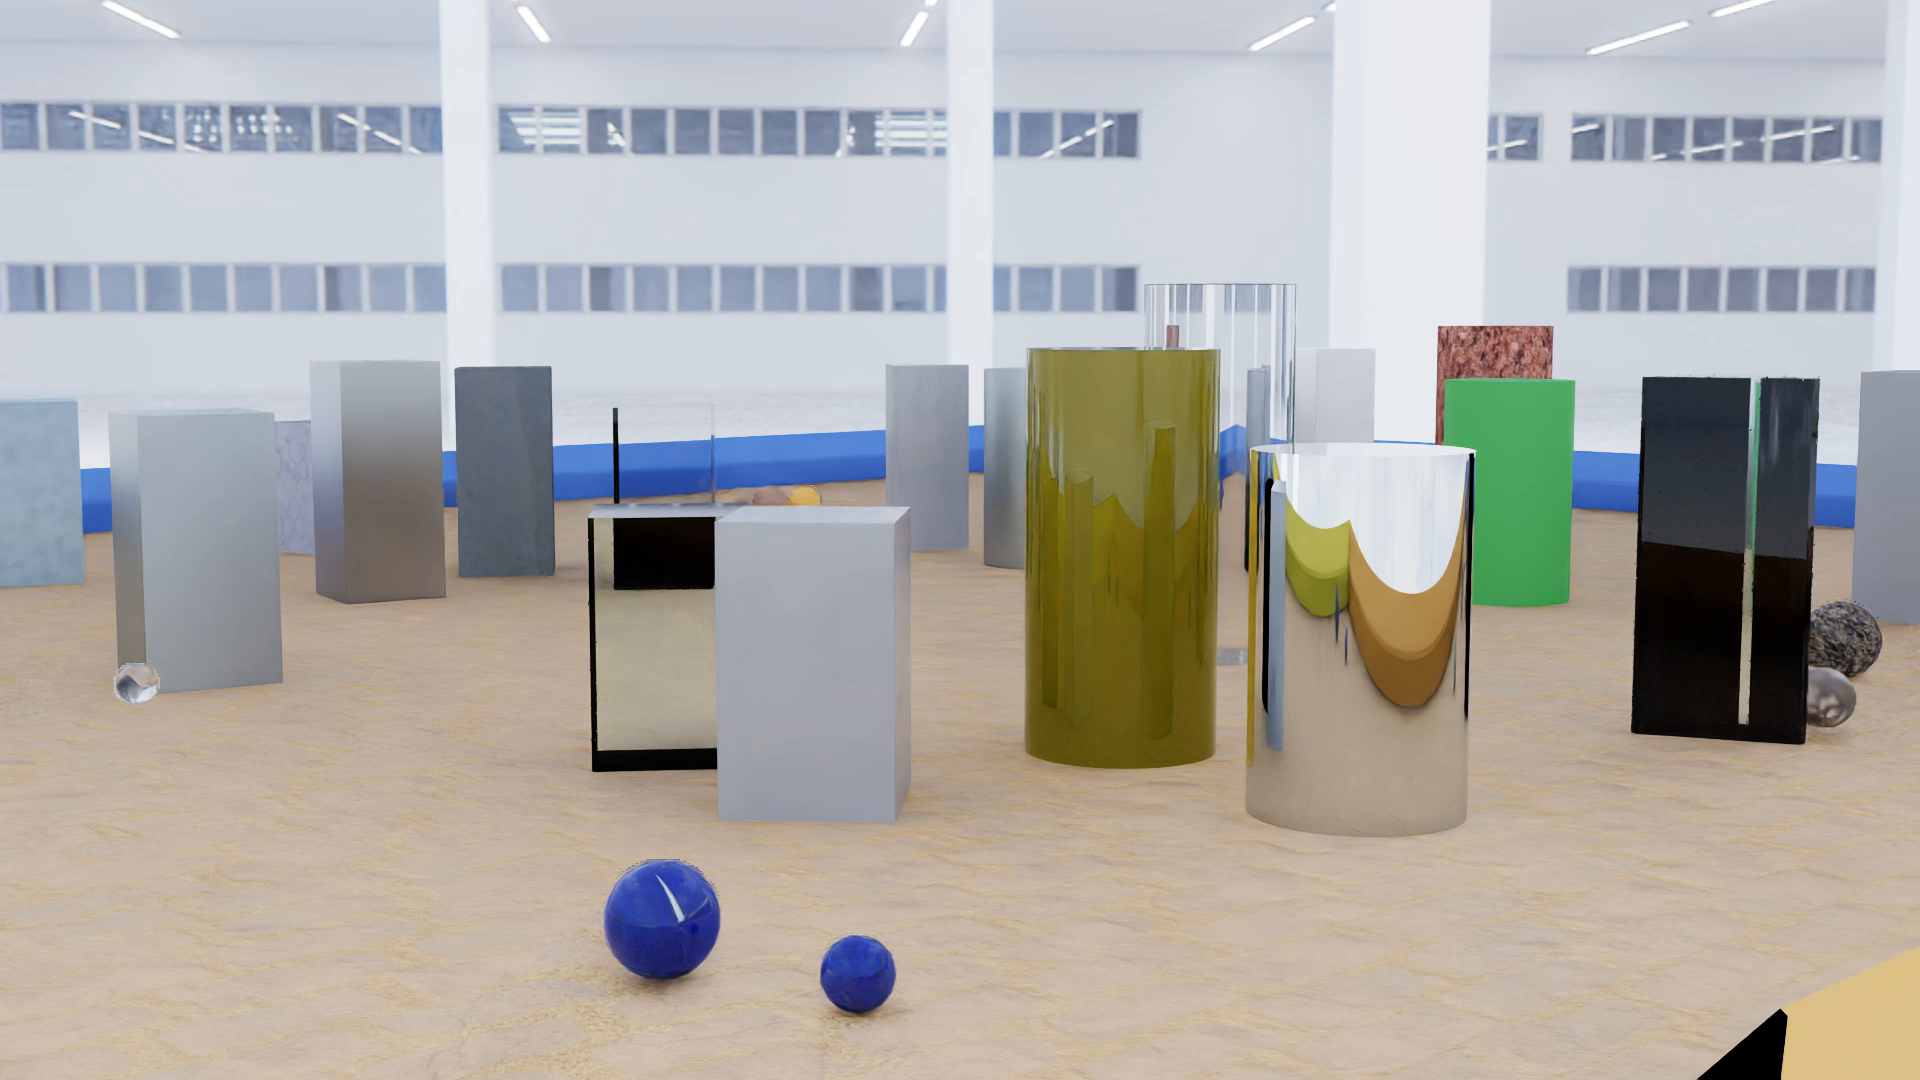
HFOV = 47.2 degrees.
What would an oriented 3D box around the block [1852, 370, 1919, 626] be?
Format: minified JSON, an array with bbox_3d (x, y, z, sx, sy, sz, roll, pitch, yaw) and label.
[{"bbox_3d":[1.396,-0.064,3.163,0.156,0.355,0.156,5,8,41],"label":"block"}]

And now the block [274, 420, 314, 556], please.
[{"bbox_3d":[-1.163,-0.101,4.078,0.156,0.238,0.156,5,8,42],"label":"block"}]

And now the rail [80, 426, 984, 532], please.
[{"bbox_3d":[-1.323,-0.117,4.757,4.269,0.126,0.045,-5,8,-42],"label":"rail"}]

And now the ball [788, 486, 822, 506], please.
[{"bbox_3d":[-0.331,-0.079,4.684,0.074,0.074,0.074,0,6,0],"label":"ball"}]

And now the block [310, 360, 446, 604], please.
[{"bbox_3d":[-0.905,-0.095,3.416,0.156,0.365,0.156,-4,7,-33],"label":"block"}]

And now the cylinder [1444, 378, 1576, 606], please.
[{"bbox_3d":[0.842,-0.078,3.385,0.194,0.337,0.194,0,6,0],"label":"cylinder"}]

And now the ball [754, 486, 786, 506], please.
[{"bbox_3d":[-0.402,-0.079,4.661,0.069,0.069,0.069,0,6,0],"label":"ball"}]

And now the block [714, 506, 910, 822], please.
[{"bbox_3d":[-0.129,0.107,1.982,0.156,0.262,0.156,0,6,4],"label":"block"}]

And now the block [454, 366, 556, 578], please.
[{"bbox_3d":[-0.771,-0.120,3.738,0.156,0.347,0.156,-1,6,-9],"label":"block"}]

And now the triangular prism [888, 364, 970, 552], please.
[{"bbox_3d":[-0.094,-0.157,4.118,0.168,0.343,0.146,-4,7,-37],"label":"triangular prism"}]

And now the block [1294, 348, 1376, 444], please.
[{"bbox_3d":[0.699,-0.190,4.307,0.156,0.369,0.156,-4,7,-34],"label":"block"}]

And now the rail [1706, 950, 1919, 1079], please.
[{"bbox_3d":[1.323,0.182,1.907,4.269,0.126,0.045,-5,8,-42],"label":"rail"}]

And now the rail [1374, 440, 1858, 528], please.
[{"bbox_3d":[1.551,-0.116,4.756,0.045,0.126,3.948,-5,8,-42],"label":"rail"}]

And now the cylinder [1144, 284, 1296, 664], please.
[{"bbox_3d":[0.333,-0.090,2.836,0.194,0.476,0.194,0,6,0],"label":"cylinder"}]

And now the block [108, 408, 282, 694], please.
[{"bbox_3d":[-0.917,0.008,2.637,0.156,0.323,0.156,-4,7,-32],"label":"block"}]

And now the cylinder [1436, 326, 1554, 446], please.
[{"bbox_3d":[0.924,-0.163,3.817,0.194,0.416,0.194,0,6,0],"label":"cylinder"}]

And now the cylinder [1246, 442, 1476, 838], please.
[{"bbox_3d":[0.352,0.081,1.940,0.194,0.323,0.194,0,6,0],"label":"cylinder"}]

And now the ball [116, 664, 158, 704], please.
[{"bbox_3d":[-0.933,0.163,2.492,0.045,0.045,0.045,0,6,0],"label":"ball"}]

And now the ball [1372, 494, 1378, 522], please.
[{"bbox_3d":[0.807,-0.064,4.466,0.085,0.085,0.085,0,6,0],"label":"ball"}]

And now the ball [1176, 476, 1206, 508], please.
[{"bbox_3d":[0.519,-0.107,4.945,0.071,0.071,0.071,0,6,0],"label":"ball"}]

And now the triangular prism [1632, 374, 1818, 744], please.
[{"bbox_3d":[0.814,0.013,2.337,0.168,0.375,0.146,2,6,21],"label":"triangular prism"}]

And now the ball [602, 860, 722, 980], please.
[{"bbox_3d":[-0.199,0.253,1.467,0.079,0.079,0.079,0,6,0],"label":"ball"}]

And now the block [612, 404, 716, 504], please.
[{"bbox_3d":[-0.484,-0.077,3.616,0.156,0.288,0.156,0,6,-4],"label":"block"}]

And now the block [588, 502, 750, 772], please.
[{"bbox_3d":[-0.287,0.093,2.196,0.156,0.246,0.156,-1,6,-6],"label":"block"}]

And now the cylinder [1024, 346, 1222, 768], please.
[{"bbox_3d":[0.162,0.011,2.214,0.194,0.406,0.194,0,6,0],"label":"cylinder"}]

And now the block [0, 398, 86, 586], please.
[{"bbox_3d":[-1.533,-0.081,3.615,0.156,0.296,0.156,-3,7,-25],"label":"block"}]

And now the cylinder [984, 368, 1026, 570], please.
[{"bbox_3d":[0.139,-0.128,3.847,0.194,0.342,0.194,0,6,0],"label":"cylinder"}]

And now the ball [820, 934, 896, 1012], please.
[{"bbox_3d":[-0.065,0.276,1.398,0.049,0.049,0.049,0,6,0],"label":"ball"}]

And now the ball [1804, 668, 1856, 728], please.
[{"bbox_3d":[0.905,0.165,2.306,0.064,0.064,0.064,0,6,0],"label":"ball"}]

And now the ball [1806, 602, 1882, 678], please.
[{"bbox_3d":[1.065,0.121,2.660,0.093,0.093,0.093,0,6,0],"label":"ball"}]

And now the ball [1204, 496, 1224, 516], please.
[{"bbox_3d":[0.550,-0.074,4.758,0.043,0.043,0.043,0,6,0],"label":"ball"}]
